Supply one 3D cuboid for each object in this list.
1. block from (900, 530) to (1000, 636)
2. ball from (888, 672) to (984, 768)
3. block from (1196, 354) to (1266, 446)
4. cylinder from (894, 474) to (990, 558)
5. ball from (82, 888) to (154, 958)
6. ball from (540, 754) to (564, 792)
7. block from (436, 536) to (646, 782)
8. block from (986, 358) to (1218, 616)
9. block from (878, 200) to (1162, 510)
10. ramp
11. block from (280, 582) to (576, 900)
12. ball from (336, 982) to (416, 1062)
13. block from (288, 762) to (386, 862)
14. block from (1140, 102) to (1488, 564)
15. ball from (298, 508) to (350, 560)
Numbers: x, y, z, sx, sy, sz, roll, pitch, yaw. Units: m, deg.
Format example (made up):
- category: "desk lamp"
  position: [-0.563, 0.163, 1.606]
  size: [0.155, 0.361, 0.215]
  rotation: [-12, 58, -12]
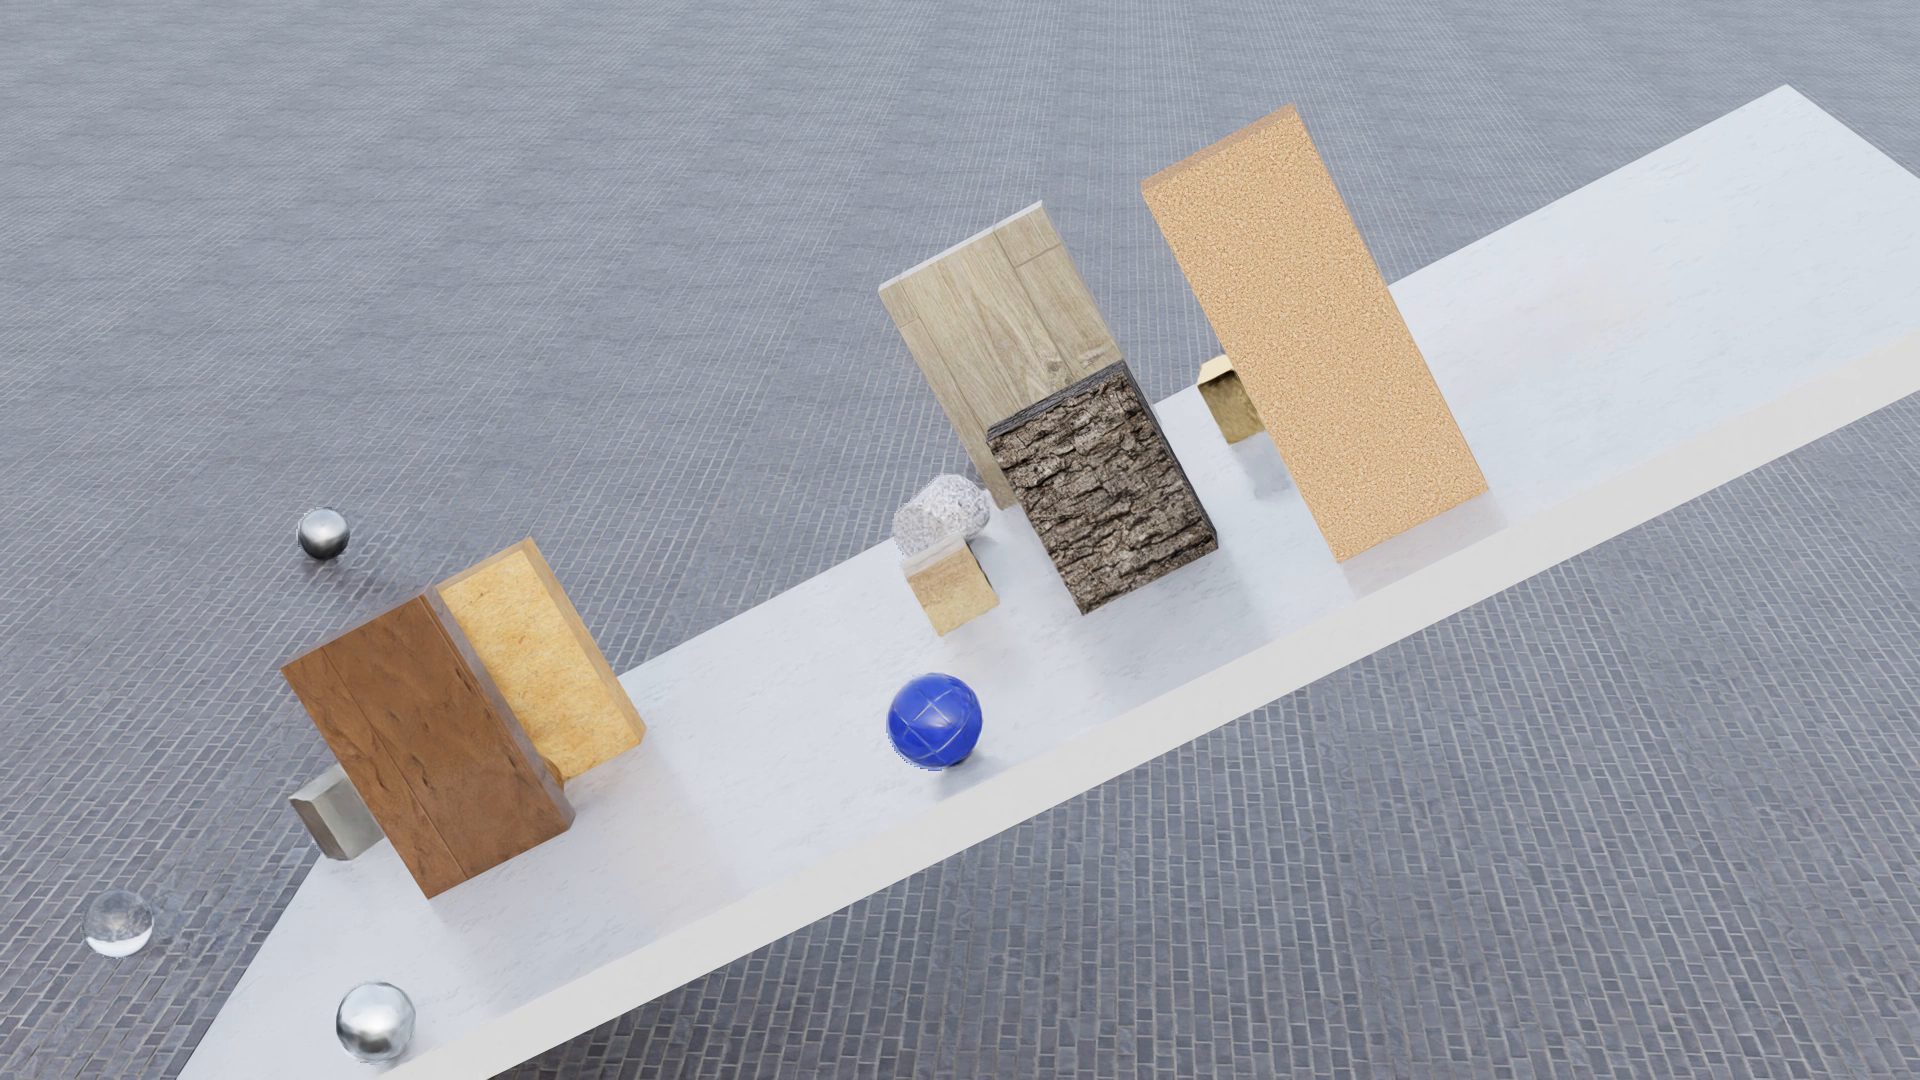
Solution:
- category: "block"
  position: [-0.022, 0.094, 6.347]
  size: [0.149, 0.149, 0.149]
  rotation: [-29, 14, 1]
- category: "ball"
  position: [-0.046, 0.336, 5.487]
  size: [0.178, 0.178, 0.178]
  rotation: [0, 18, 0]
- category: "block"
  position: [0.636, -0.332, 6.518]
  size: [0.156, 0.156, 0.156]
  rotation: [-25, 15, 17]
- category: "cylinder"
  position: [-0.042, -0.046, 6.824]
  size: [0.160, 0.160, 0.160]
  rotation: [12, 36, 32]
- category: "ball"
  position: [-1.999, 0.910, 6.983]
  size: [0.162, 0.162, 0.162]
  rotation: [0, 18, 0]
- category: "ball"
  position: [-0.967, 0.555, 6.586]
  size: [0.158, 0.158, 0.158]
  rotation: [0, 18, 0]
- category: "block"
  position: [-0.978, 0.290, 6.764]
  size: [0.274, 0.529, 0.105]
  rotation: [-27, 14, 11]
- category: "block"
  position: [0.286, -0.105, 5.894]
  size: [0.306, 0.409, 0.115]
  rotation: [-27, 14, 11]
- category: "block"
  position: [0.143, -0.430, 6.914]
  size: [0.432, 0.602, 0.081]
  rotation: [-27, 14, 11]
- category: "ramp"
  position: [0.141, 0.167, 6.282]
  size: [4.000, 0.100, 2.000]
  rotation: [-27, 14, 11]
- category: "block"
  position: [-1.156, 0.442, 6.415]
  size: [0.368, 0.612, 0.083]
  rotation: [-27, 14, 11]
- category: "ball"
  position: [-1.116, 0.920, 5.617]
  size: [0.152, 0.152, 0.152]
  rotation: [0, 18, 0]
- category: "block"
  position: [-1.503, 0.660, 7.230]
  size: [0.180, 0.180, 0.180]
  rotation: [-37, 16, -27]
- category: "block"
  position: [0.645, -0.370, 5.339]
  size: [0.306, 0.782, 0.110]
  rotation: [-27, 14, 11]
- category: "ball"
  position: [-2.139, -0.020, 9.897]
  size: [0.170, 0.170, 0.170]
  rotation: [0, 18, 0]
